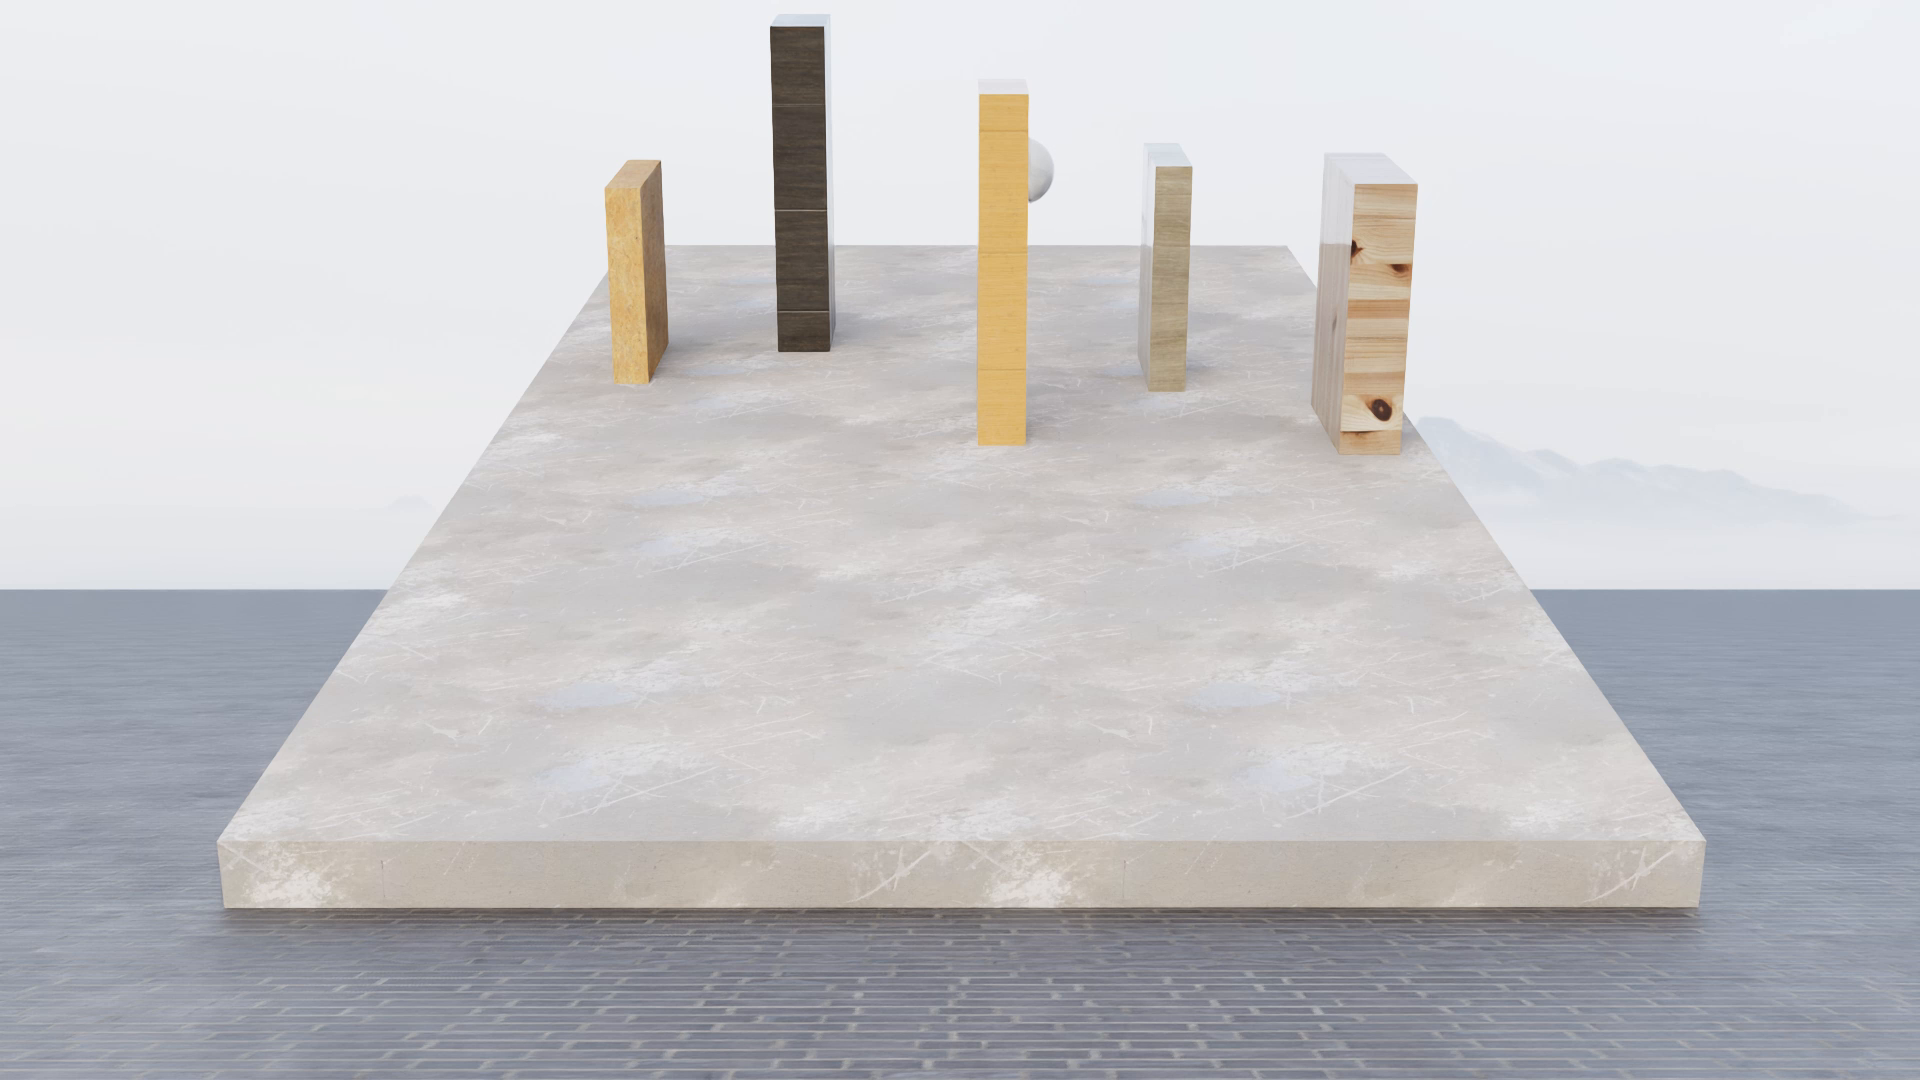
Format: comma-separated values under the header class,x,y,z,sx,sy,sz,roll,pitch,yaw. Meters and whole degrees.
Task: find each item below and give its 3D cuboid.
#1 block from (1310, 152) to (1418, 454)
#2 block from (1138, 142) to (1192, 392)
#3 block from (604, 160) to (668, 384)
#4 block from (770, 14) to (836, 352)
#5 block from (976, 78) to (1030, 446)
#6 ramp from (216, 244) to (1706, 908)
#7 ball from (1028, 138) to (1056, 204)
class,x,y,z,sx,sy,sz,roll,pitch,yaw
block,0.860,-0.513,4.822,0.128,0.571,0.393,0,19,0
block,0.478,-0.644,5.278,0.084,0.521,0.334,0,19,0
block,-0.769,-0.647,5.380,0.081,0.459,0.397,0,19,0
block,-0.385,-0.883,5.561,0.129,0.788,0.282,0,19,0
block,0.088,-0.590,4.783,0.101,0.740,0.242,0,19,0
ramp,-0.004,-0.196,4.929,2.000,0.100,4.000,0,19,0
ball,0.184,-1.105,6.737,0.201,0.201,0.201,0,-1,0
